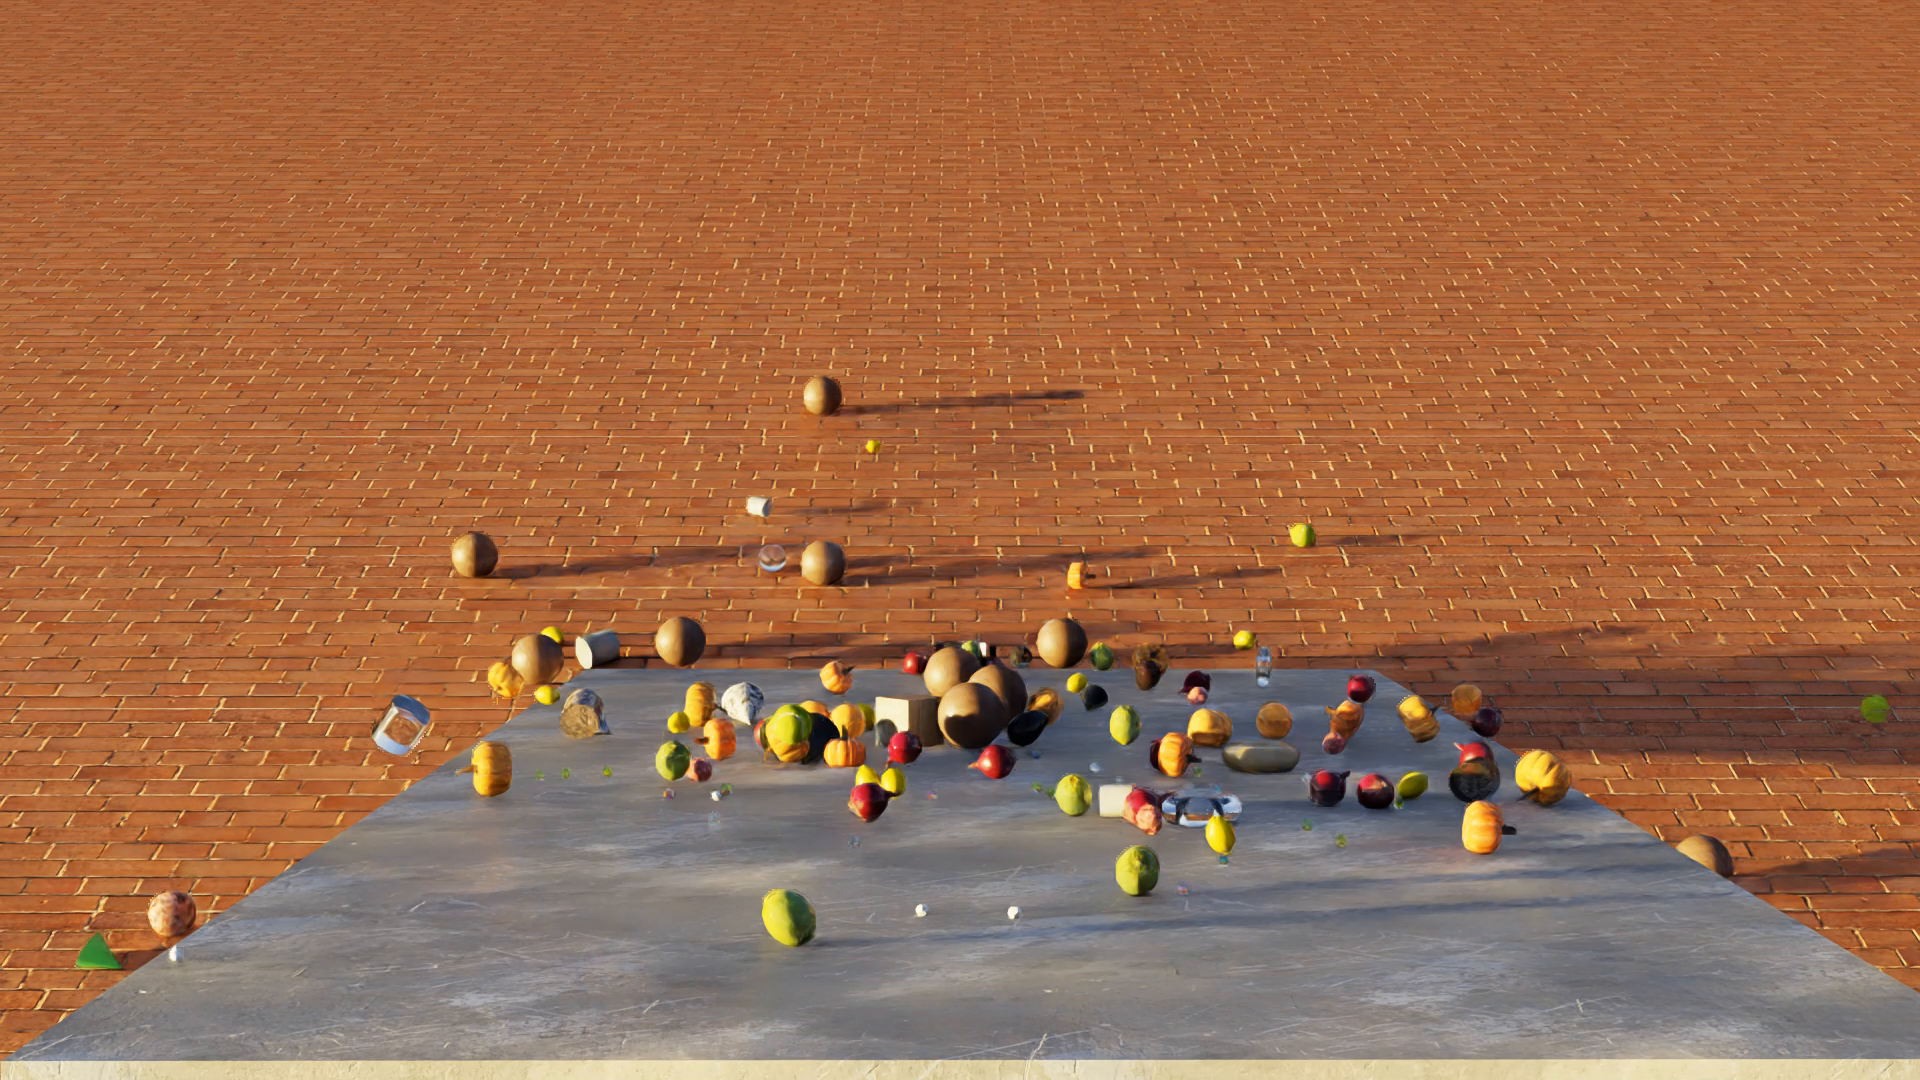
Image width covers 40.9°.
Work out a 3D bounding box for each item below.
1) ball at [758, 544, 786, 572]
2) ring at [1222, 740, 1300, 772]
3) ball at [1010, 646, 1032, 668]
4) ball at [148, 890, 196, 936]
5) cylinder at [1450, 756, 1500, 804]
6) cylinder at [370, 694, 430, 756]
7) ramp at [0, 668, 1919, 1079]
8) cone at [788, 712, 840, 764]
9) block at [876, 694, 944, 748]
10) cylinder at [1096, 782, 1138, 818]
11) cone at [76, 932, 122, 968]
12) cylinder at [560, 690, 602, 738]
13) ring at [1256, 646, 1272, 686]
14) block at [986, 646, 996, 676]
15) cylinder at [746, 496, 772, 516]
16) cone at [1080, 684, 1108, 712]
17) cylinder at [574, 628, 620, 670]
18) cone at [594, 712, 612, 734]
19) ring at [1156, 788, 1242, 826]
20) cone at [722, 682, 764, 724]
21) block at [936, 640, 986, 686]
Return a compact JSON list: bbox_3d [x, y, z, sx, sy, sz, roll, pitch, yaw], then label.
[{"bbox_3d":[-0.535,0.051,7.340,0.081,0.081,0.081,0,22,0],"label":"ball"},{"bbox_3d":[0.545,0.391,4.655,0.139,0.046,0.139,0,3,0],"label":"ring"},{"bbox_3d":[0.155,0.299,6.573,0.056,0.056,0.056,0,22,0],"label":"ball"},{"bbox_3d":[-1.686,0.800,5.508,0.098,0.098,0.098,0,22,0],"label":"ball"},{"bbox_3d":[0.855,0.398,4.267,0.069,0.069,0.069,11,7,24],"label":"cylinder"},{"bbox_3d":[-1.240,0.411,5.706,0.095,0.095,0.095,33,20,-13],"label":"cylinder"},{"bbox_3d":[0.052,0.470,4.535,2.000,0.100,4.000,0,3,0],"label":"ramp"},{"bbox_3d":[-0.281,0.388,4.764,0.098,0.098,0.098,4,30,10],"label":"cone"},{"bbox_3d":[-0.098,0.352,5.008,0.093,0.093,0.093,-3,4,-45],"label":"block"},{"bbox_3d":[0.249,0.414,4.083,0.052,0.052,0.052,-11,18,22],"label":"cylinder"},{"bbox_3d":[-1.793,0.879,5.399,0.082,0.082,0.082,30,26,2],"label":"cone"},{"bbox_3d":[-0.748,0.345,5.094,0.076,0.076,0.076,-1,17,-2],"label":"cylinder"},{"bbox_3d":[0.716,0.298,6.065,0.032,0.096,0.096,3,23,10],"label":"ring"},{"bbox_3d":[0.043,0.300,6.379,0.071,0.071,0.071,-1,3,-21],"label":"block"},{"bbox_3d":[-0.603,-0.101,7.722,0.053,0.053,0.053,13,26,24],"label":"cylinder"},{"bbox_3d":[0.283,0.357,5.601,0.062,0.062,0.062,8,32,18],"label":"cone"},{"bbox_3d":[-0.952,0.286,6.759,0.086,0.086,0.086,-18,29,-35],"label":"cylinder"},{"bbox_3d":[-0.722,0.361,5.156,0.054,0.054,0.054,1,-8,0],"label":"cone"},{"bbox_3d":[0.376,0.421,4.049,0.134,0.045,0.134,-1,4,0],"label":"ring"},{"bbox_3d":[-0.447,0.361,5.377,0.091,0.091,0.091,-5,31,-12],"label":"cone"},{"bbox_3d":[0.003,0.296,6.171,0.098,0.098,0.098,1,3,14],"label":"block"}]
